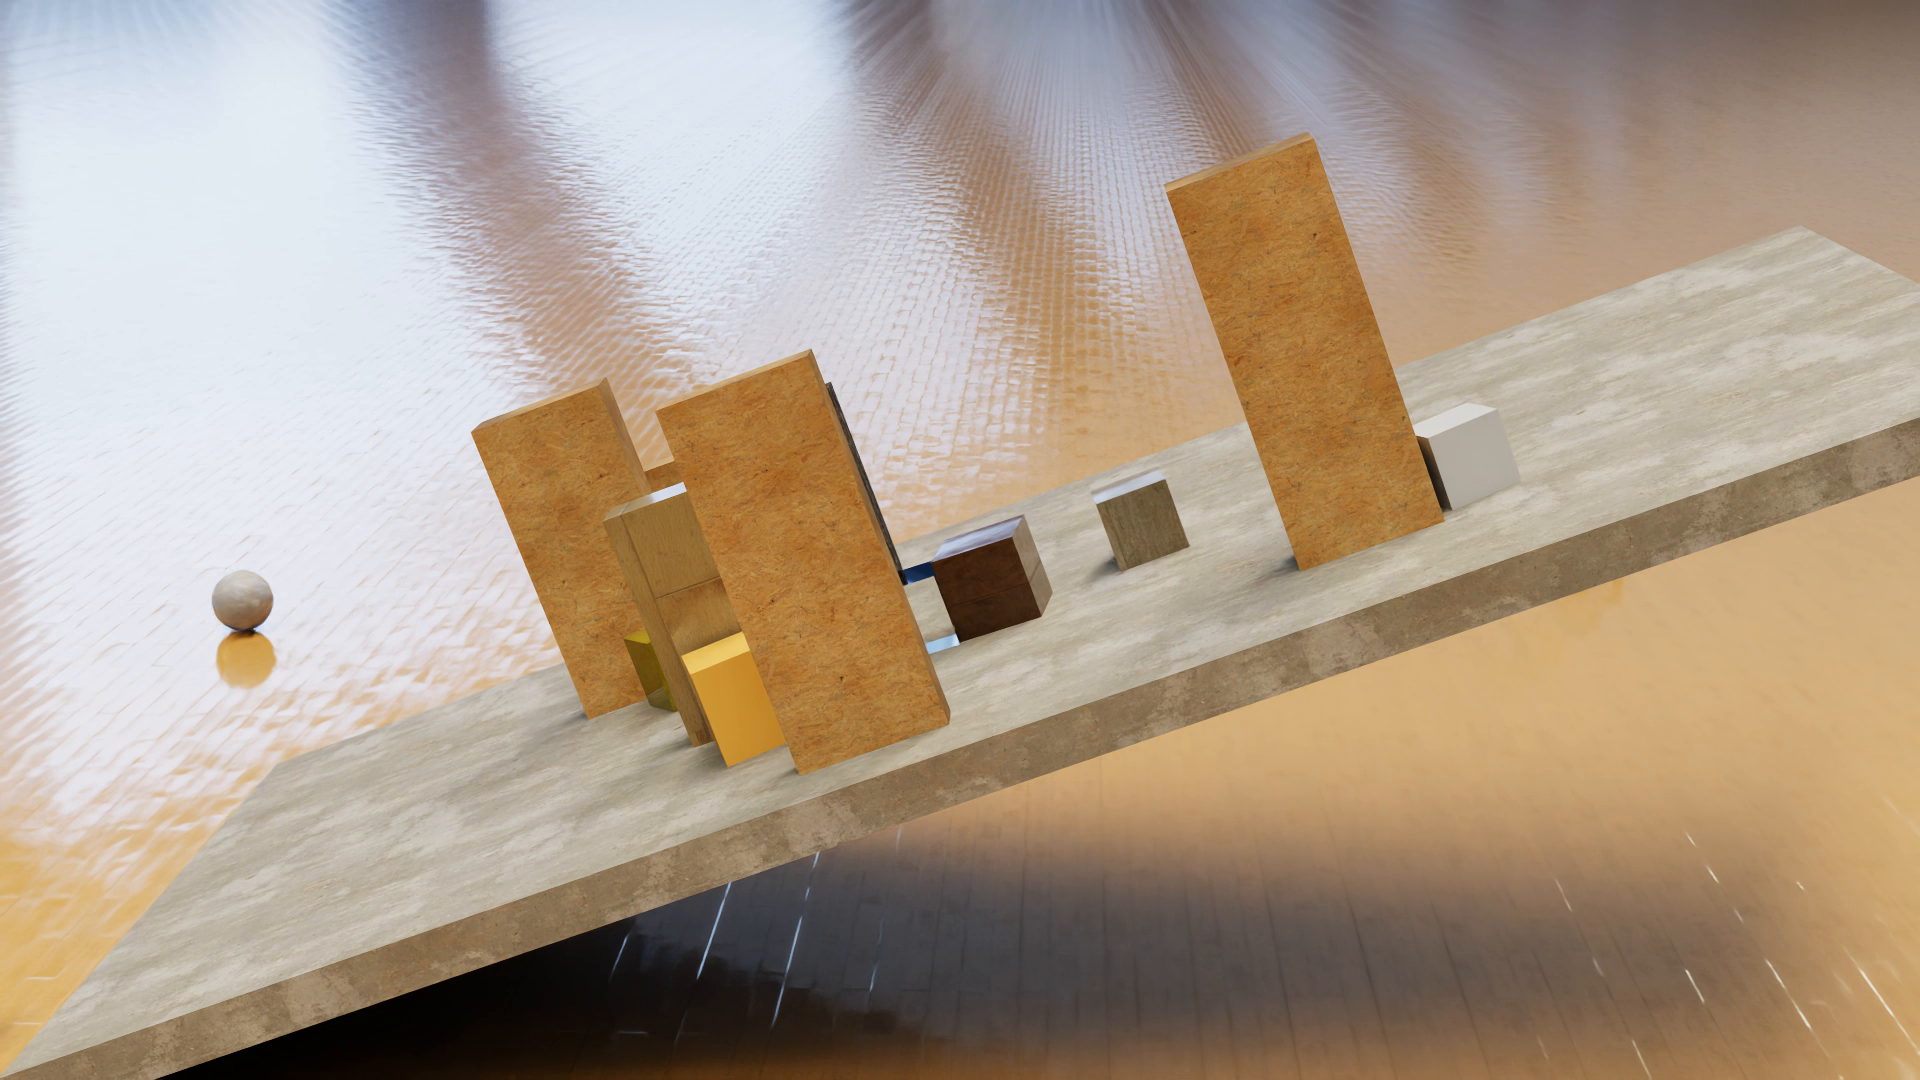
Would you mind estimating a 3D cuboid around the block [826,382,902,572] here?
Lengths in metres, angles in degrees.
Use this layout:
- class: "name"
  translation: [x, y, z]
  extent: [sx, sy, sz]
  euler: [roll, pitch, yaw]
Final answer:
- class: "block"
  translation: [-0.347, -0.094, 6.897]
  extent: [0.271, 0.482, 0.106]
  euler: [-19, 11, 6]

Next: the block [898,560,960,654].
- class: "block"
  translation: [-0.086, 0.148, 6.143]
  extent: [0.154, 0.154, 0.154]
  euler: [-18, 12, 14]

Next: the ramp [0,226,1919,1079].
- class: "ramp"
  translation: [0.116, 0.177, 6.297]
  extent: [4.000, 0.100, 2.000]
  euler: [-19, 11, 6]

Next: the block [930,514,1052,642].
- class: "block"
  translation: [0.068, 0.079, 6.127]
  extent: [0.180, 0.180, 0.180]
  euler: [-18, 12, 14]

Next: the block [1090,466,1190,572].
- class: "block"
  translation: [0.380, -0.045, 6.220]
  extent: [0.154, 0.154, 0.154]
  euler: [-20, 11, 2]

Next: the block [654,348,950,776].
- class: "block"
  translation: [-0.288, 0.045, 5.484]
  extent: [0.300, 0.742, 0.086]
  euler: [-19, 11, 6]

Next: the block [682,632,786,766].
- class: "block"
  translation: [-0.418, 0.304, 5.881]
  extent: [0.201, 0.201, 0.201]
  euler: [-22, 11, -7]

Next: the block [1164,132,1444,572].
- class: "block"
  translation: [0.657, -0.358, 5.614]
  extent: [0.290, 0.773, 0.142]
  euler: [-19, 11, 6]

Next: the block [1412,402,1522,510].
- class: "block"
  translation: [0.974, -0.164, 5.732]
  extent: [0.151, 0.151, 0.151]
  euler: [-23, 11, -9]

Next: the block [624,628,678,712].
- class: "block"
  translation: [-0.616, 0.265, 6.503]
  extent: [0.165, 0.165, 0.165]
  euler: [-25, 12, -22]

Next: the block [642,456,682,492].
- class: "block"
  translation: [-0.673, 0.012, 7.142]
  extent: [0.288, 0.416, 0.097]
  euler: [-19, 11, 6]

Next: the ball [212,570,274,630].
- class: "ball"
  translation: [-2.231, 0.188, 9.147]
  extent: [0.188, 0.188, 0.188]
  euler: [0, 13, 0]

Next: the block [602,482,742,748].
- class: "block"
  translation: [-0.505, 0.135, 6.043]
  extent: [0.274, 0.507, 0.133]
  euler: [-19, 11, 6]

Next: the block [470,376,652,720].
- class: "block"
  translation: [-0.818, 0.020, 6.631]
  extent: [0.305, 0.704, 0.123]
  euler: [-19, 11, 6]
